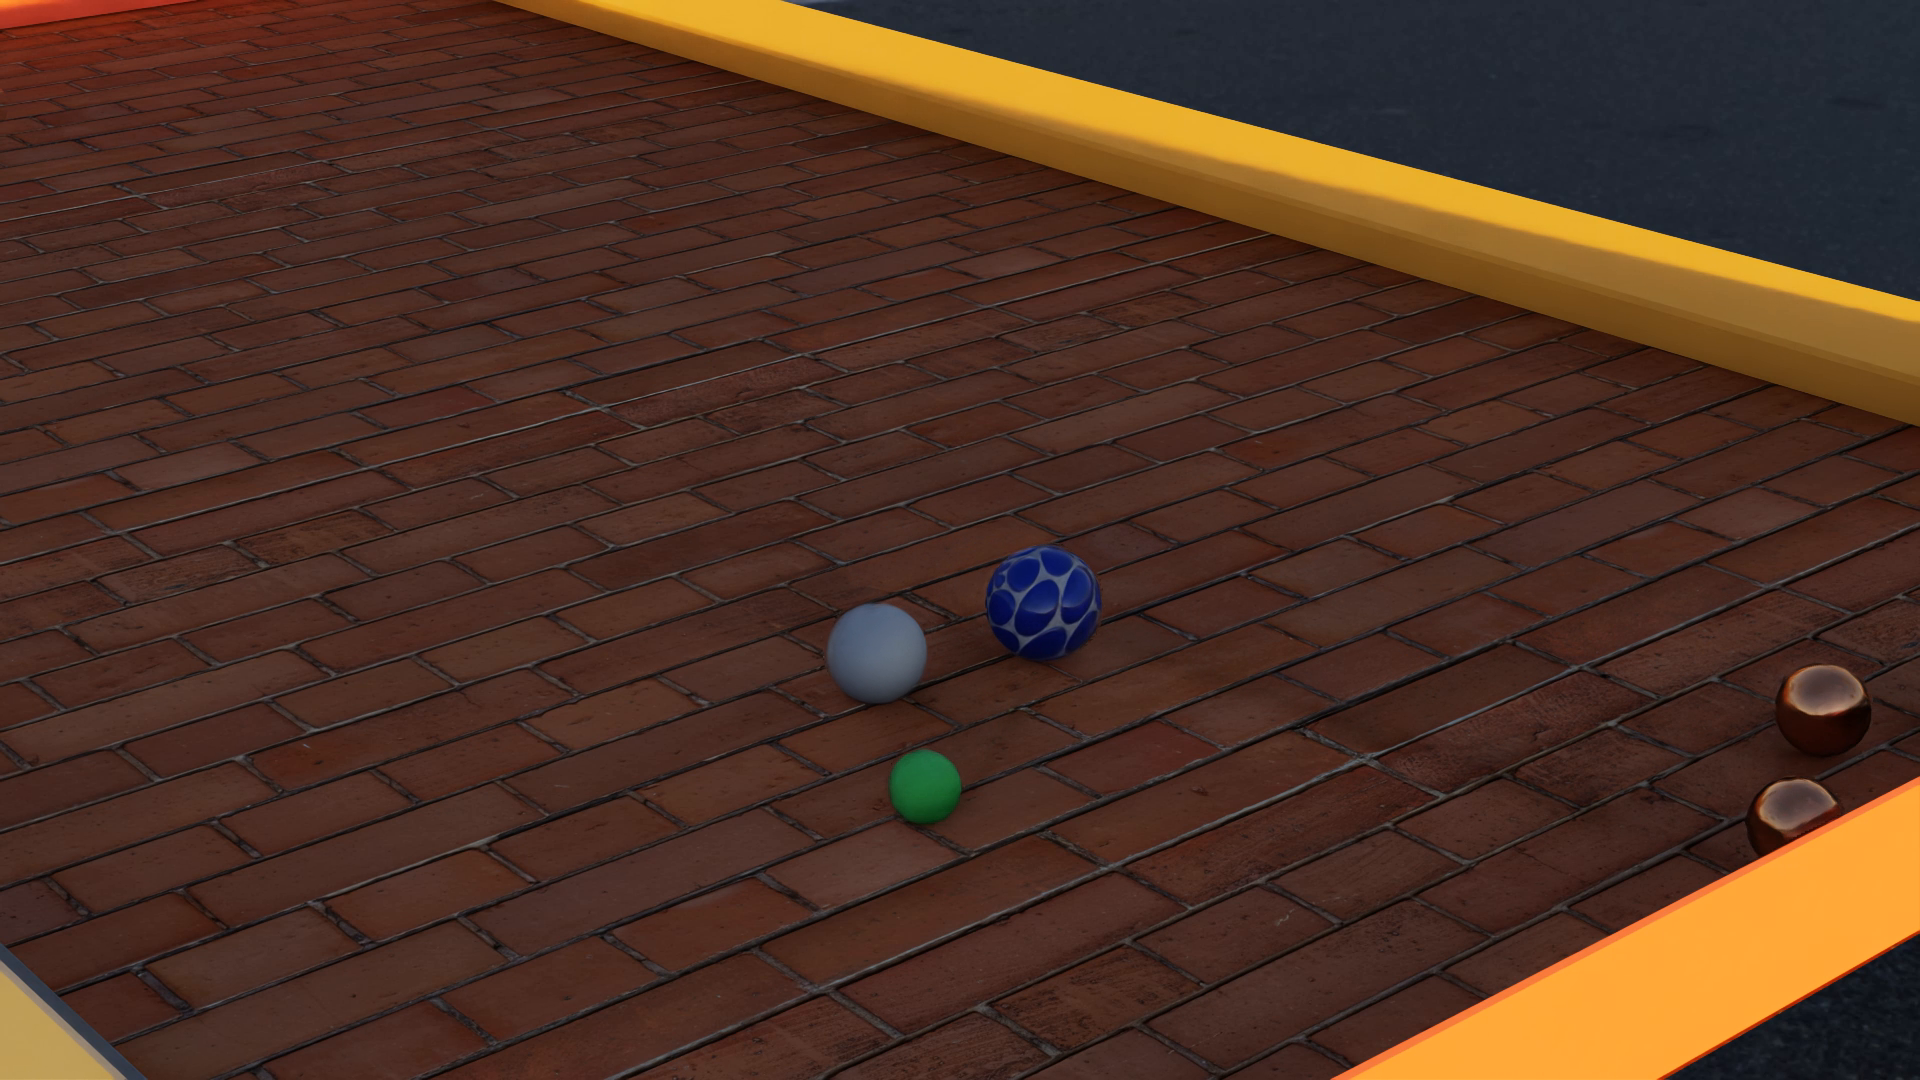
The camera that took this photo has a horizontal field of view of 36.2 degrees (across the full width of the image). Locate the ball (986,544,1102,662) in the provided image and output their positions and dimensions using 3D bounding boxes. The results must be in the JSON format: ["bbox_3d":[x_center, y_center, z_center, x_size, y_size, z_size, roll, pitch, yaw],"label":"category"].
[{"bbox_3d":[0.066,0.049,2.303,0.091,0.091,0.091,0,22,0],"label":"ball"}]

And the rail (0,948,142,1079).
[{"bbox_3d":[-1.254,-0.041,2.487,0.045,0.119,3.405,-18,28,-37],"label":"rail"}]

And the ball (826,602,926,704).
[{"bbox_3d":[-0.063,0.086,2.234,0.077,0.077,0.077,0,22,0],"label":"ball"}]

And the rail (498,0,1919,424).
[{"bbox_3d":[0.155,-0.493,3.590,0.045,0.119,3.405,-18,28,-37],"label":"rail"}]

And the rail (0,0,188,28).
[{"bbox_3d":[-1.633,-0.752,4.225,1.893,0.119,0.045,-18,28,-37],"label":"rail"}]

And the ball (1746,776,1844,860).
[{"bbox_3d":[0.565,0.193,1.987,0.065,0.065,0.065,0,22,0],"label":"ball"}]

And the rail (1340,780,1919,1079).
[{"bbox_3d":[0.534,0.218,1.852,1.893,0.119,0.045,-18,28,-37],"label":"rail"}]

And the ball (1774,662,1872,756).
[{"bbox_3d":[0.631,0.124,2.150,0.069,0.069,0.069,0,22,0],"label":"ball"}]

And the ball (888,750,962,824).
[{"bbox_3d":[-0.025,0.172,2.056,0.051,0.051,0.051,0,22,0],"label":"ball"}]
